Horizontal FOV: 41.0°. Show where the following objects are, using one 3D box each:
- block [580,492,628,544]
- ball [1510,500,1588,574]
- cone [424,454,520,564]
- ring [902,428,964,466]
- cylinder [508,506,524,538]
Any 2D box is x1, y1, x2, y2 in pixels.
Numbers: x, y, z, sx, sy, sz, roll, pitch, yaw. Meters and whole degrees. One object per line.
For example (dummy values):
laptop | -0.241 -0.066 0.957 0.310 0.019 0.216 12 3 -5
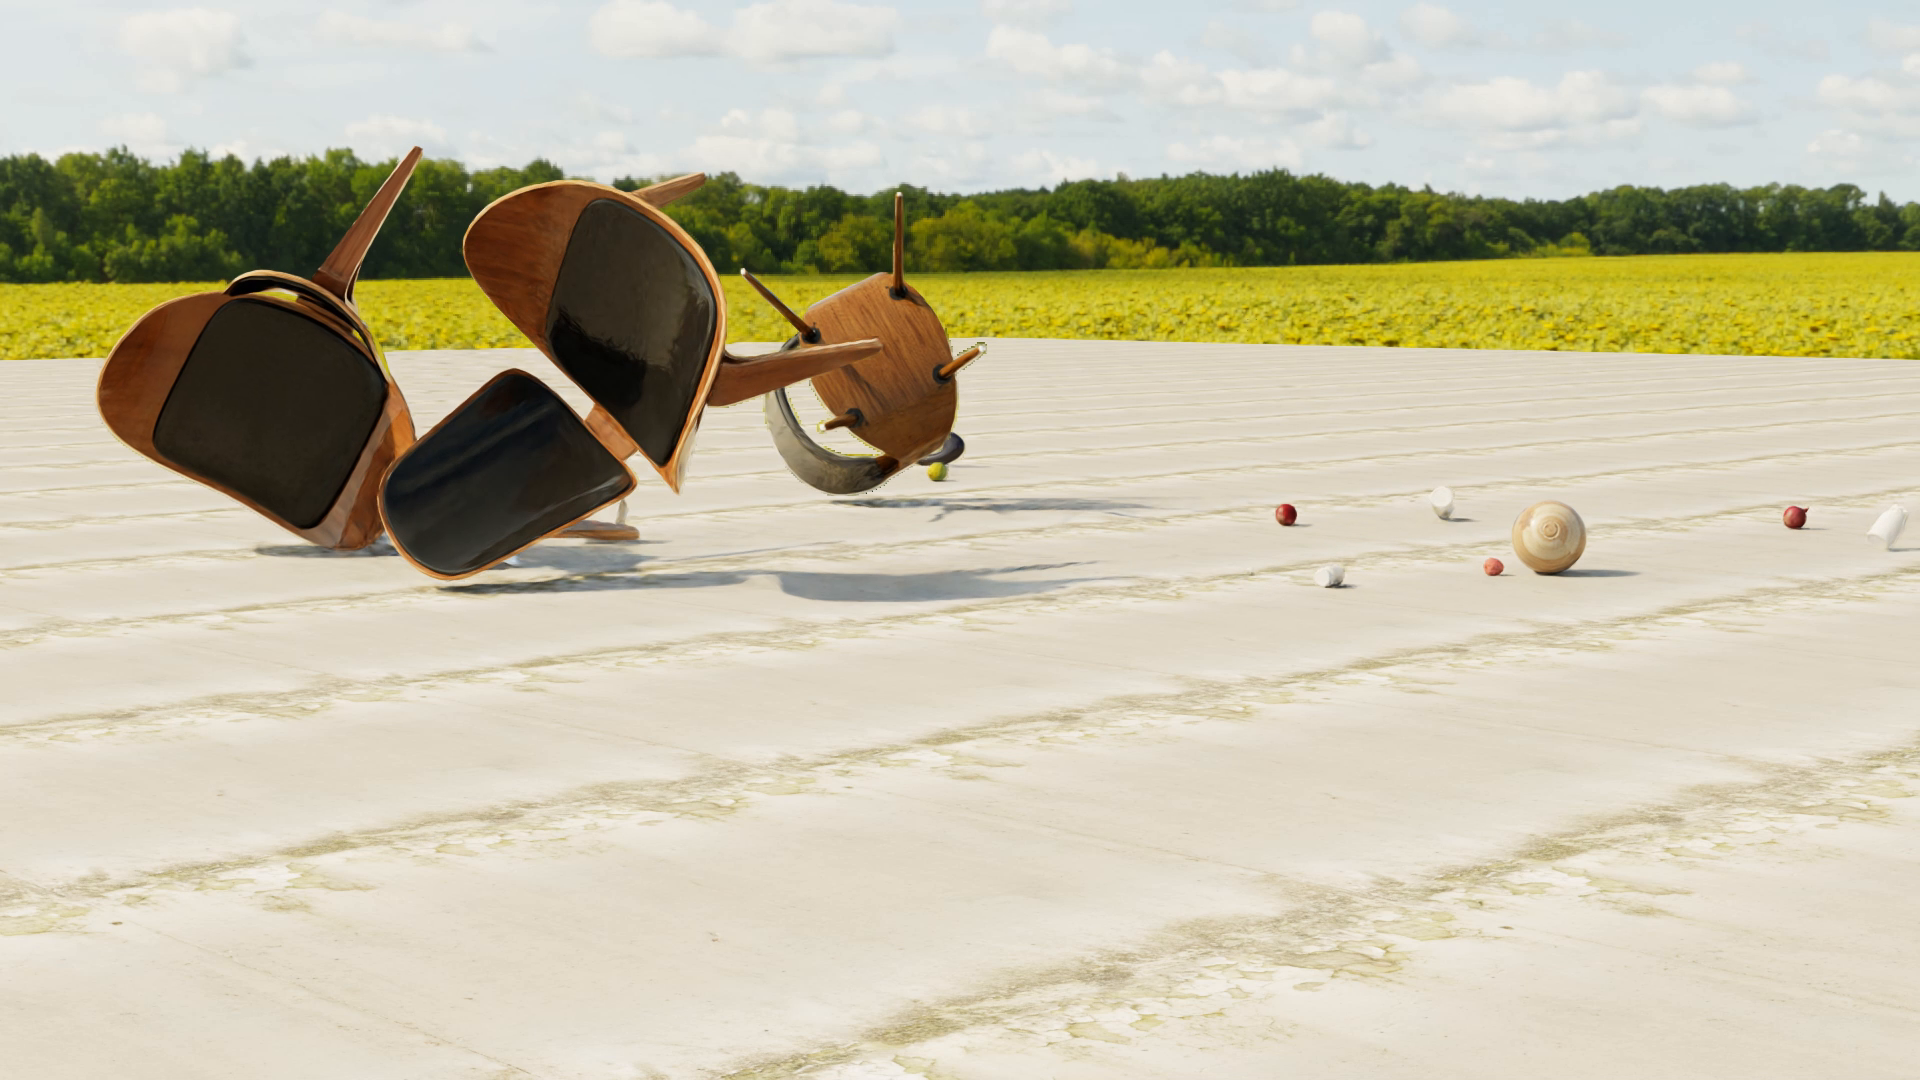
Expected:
block | -0.878 -0.056 6.338 0.086 0.067 0.114 1 48 9
ball | 1.304 -0.007 5.679 0.164 0.164 0.164 0 6 0
cone | -1.089 -0.086 5.866 0.250 0.235 0.206 14 0 43
ring | -0.093 -0.321 8.898 0.254 0.132 0.050 0 -7 31
cylinder | -1.168 -0.052 6.483 0.065 0.106 0.125 -50 30 -20
